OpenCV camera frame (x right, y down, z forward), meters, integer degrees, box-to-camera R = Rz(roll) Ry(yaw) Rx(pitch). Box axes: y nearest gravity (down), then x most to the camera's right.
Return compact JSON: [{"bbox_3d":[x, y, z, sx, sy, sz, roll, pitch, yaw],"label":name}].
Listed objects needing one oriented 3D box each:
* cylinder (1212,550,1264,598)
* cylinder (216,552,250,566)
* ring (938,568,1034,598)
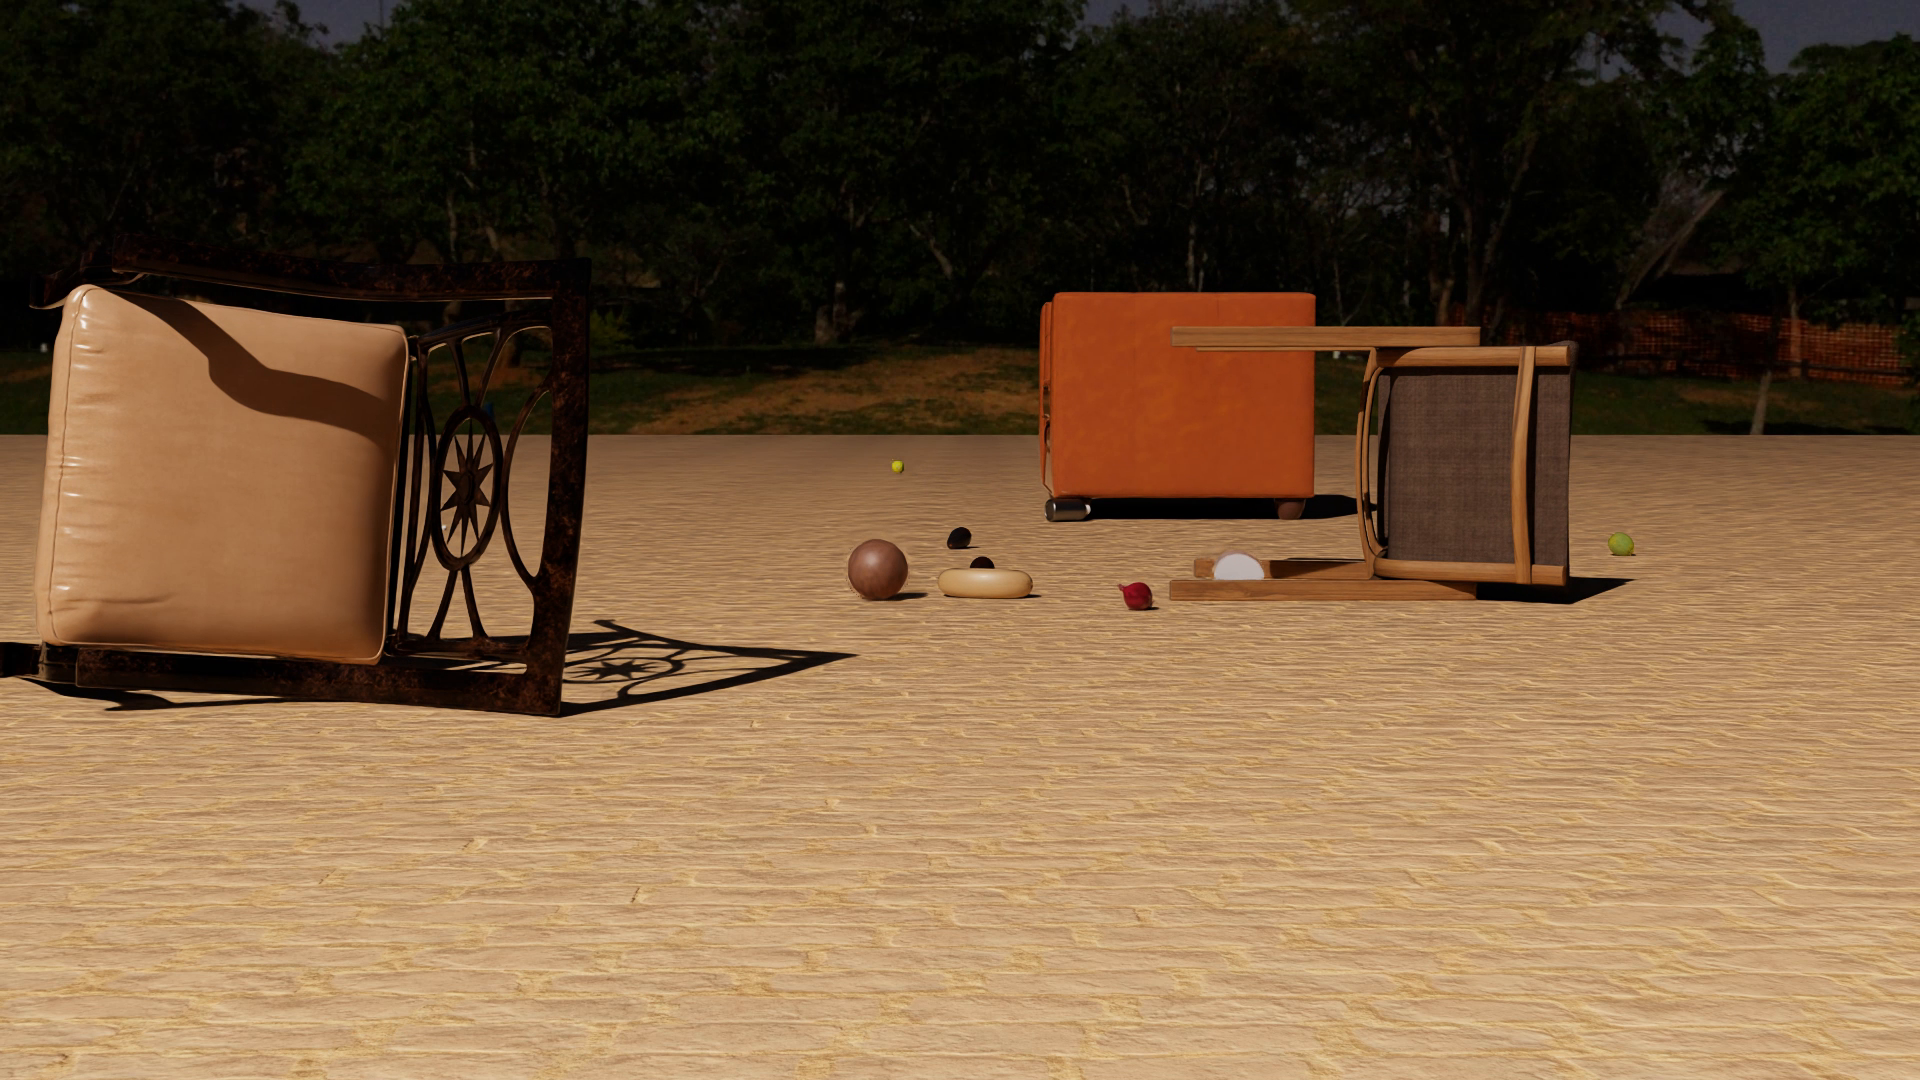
[{"bbox_3d":[0.606,0.073,4.790,0.107,0.093,0.098,16,5,3],"label":"cylinder"},{"bbox_3d":[-1.856,0.048,5.613,0.081,0.032,0.045,-2,10,-22],"label":"cylinder"},{"bbox_3d":[0.054,0.094,4.749,0.213,0.061,0.101,2,2,16],"label":"ring"}]
